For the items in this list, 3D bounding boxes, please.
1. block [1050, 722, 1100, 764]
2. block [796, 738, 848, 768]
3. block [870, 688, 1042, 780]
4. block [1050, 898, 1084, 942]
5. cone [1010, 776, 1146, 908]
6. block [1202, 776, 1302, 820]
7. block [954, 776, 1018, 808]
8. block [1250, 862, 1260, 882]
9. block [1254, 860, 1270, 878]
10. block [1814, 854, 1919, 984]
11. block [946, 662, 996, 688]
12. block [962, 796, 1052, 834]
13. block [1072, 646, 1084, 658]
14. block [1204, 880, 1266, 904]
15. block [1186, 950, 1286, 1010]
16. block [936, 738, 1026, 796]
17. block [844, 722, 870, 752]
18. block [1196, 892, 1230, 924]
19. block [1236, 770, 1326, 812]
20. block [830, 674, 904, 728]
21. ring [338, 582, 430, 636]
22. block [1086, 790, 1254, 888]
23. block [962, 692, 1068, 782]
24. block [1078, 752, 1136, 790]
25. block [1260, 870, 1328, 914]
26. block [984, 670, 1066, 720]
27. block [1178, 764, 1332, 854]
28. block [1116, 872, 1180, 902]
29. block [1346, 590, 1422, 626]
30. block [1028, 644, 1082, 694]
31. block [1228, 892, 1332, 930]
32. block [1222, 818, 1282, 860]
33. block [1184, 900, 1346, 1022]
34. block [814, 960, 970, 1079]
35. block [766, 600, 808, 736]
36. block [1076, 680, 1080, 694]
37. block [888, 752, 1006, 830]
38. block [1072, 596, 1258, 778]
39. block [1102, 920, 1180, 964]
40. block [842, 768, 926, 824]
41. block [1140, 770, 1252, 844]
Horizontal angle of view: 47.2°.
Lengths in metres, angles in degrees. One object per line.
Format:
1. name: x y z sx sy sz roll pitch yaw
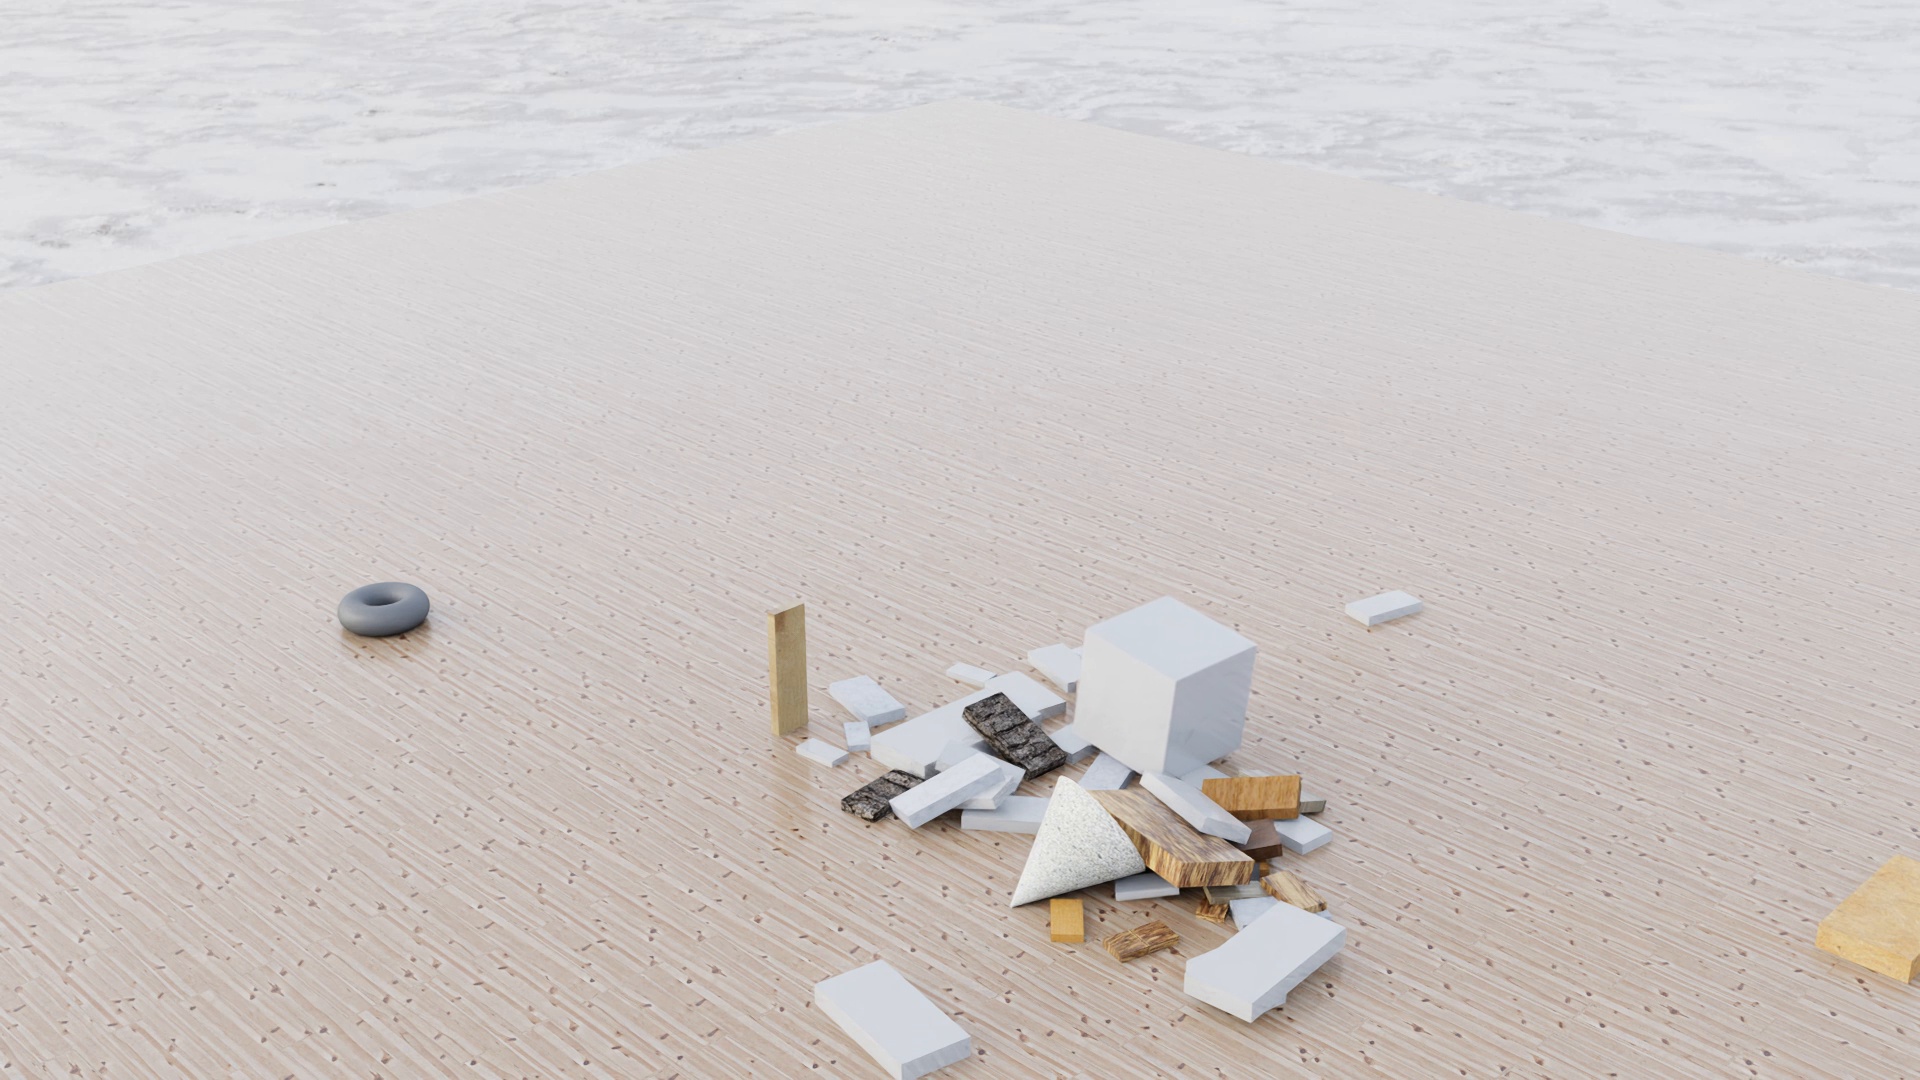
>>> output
1. block: 0.264 0.425 4.727 0.090 0.025 0.179 19 30 38
2. block: -0.292 0.452 4.676 0.104 0.015 0.052 18 29 36
3. block: -0.006 0.419 4.712 0.341 0.048 0.171 -20 30 -39
4. block: 0.198 0.705 4.077 0.060 0.017 0.120 1 23 2
5. cone: 0.181 0.616 4.158 0.239 0.239 0.239 -40 36 -13
6. block: 0.583 0.520 4.419 0.196 0.028 0.098 -4 34 16
7. block: 0.024 0.510 4.445 0.171 0.024 0.085 -6 24 39
8. block: 0.518 0.641 4.206 0.107 0.015 0.054 3 46 8
9. block: 0.560 0.619 4.281 0.060 0.017 0.120 -2 23 -4
10. block: 1.740 0.695 4.062 0.171 0.048 0.341 21 31 40
11. block: 0.027 0.308 5.017 0.104 0.015 0.052 16 28 32
12. block: 0.107 0.551 4.426 0.196 0.028 0.098 3 23 8
13. block: 0.349 0.259 5.120 0.170 0.024 0.085 -17 28 -34
14. block: 0.517 0.663 4.139 0.107 0.015 0.054 1 25 -11
15. block: 0.488 0.781 3.890 0.085 0.024 0.170 -15 27 -31
16. block: 0.042 0.474 4.544 0.171 0.024 0.086 22 31 8
17. block: -0.220 0.423 4.744 0.052 0.015 0.104 -3 23 -8
18. block: 0.482 0.682 4.135 0.054 0.015 0.107 8 24 17
19. block: 0.655 0.512 4.490 0.085 0.024 0.169 4 15 -44
20. block: -0.207 0.357 4.886 0.092 0.026 0.184 -13 26 -27
21. ring: -1.384 0.165 5.282 0.217 0.072 0.217 -1 22 0
22. block: 0.388 0.569 4.220 0.171 0.048 0.350 3 15 -32
23. block: 0.115 0.414 4.653 0.108 0.030 0.215 -20 50 -39
24. block: 0.305 0.495 4.562 0.085 0.024 0.169 9 25 20
25. block: 0.625 0.662 4.116 0.063 0.018 0.125 -11 25 -25
26. block: 0.145 0.348 4.906 0.092 0.026 0.185 -15 27 -31
27. block: 0.587 0.541 4.455 0.085 0.024 0.363 -18 29 -36
28. block: 0.355 0.655 4.170 0.120 0.017 0.060 -7 22 7
29. block: 1.030 0.164 5.344 0.170 0.024 0.085 -13 26 -29
30. block: 0.240 0.293 5.037 0.092 0.026 0.184 -12 26 -25
31. block: 0.595 0.696 4.091 0.170 0.024 0.085 -4 23 -9
32. block: 0.521 0.595 4.283 0.196 0.028 0.098 -10 23 0
33. block: 0.543 0.743 3.897 0.139 0.039 0.307 18 29 37
34. block: -0.118 0.822 3.772 0.139 0.039 0.278 -15 27 -31
35. block: -0.371 0.276 4.740 0.024 0.289 0.085 21 31 41
36. block: 0.305 0.357 4.822 0.090 0.025 0.179 0 23 0
37. block: -0.026 0.504 4.430 0.215 0.030 0.108 -27 19 -16
38. block: 0.427 0.312 4.606 0.253 0.253 0.253 -20 36 -39
39. block: 0.330 0.732 4.012 0.125 0.018 0.063 -13 26 -27
40. block: -0.154 0.522 4.499 0.085 0.024 0.171 18 29 35
41. block: 0.461 0.524 4.327 0.108 0.030 0.268 19 7 -25
